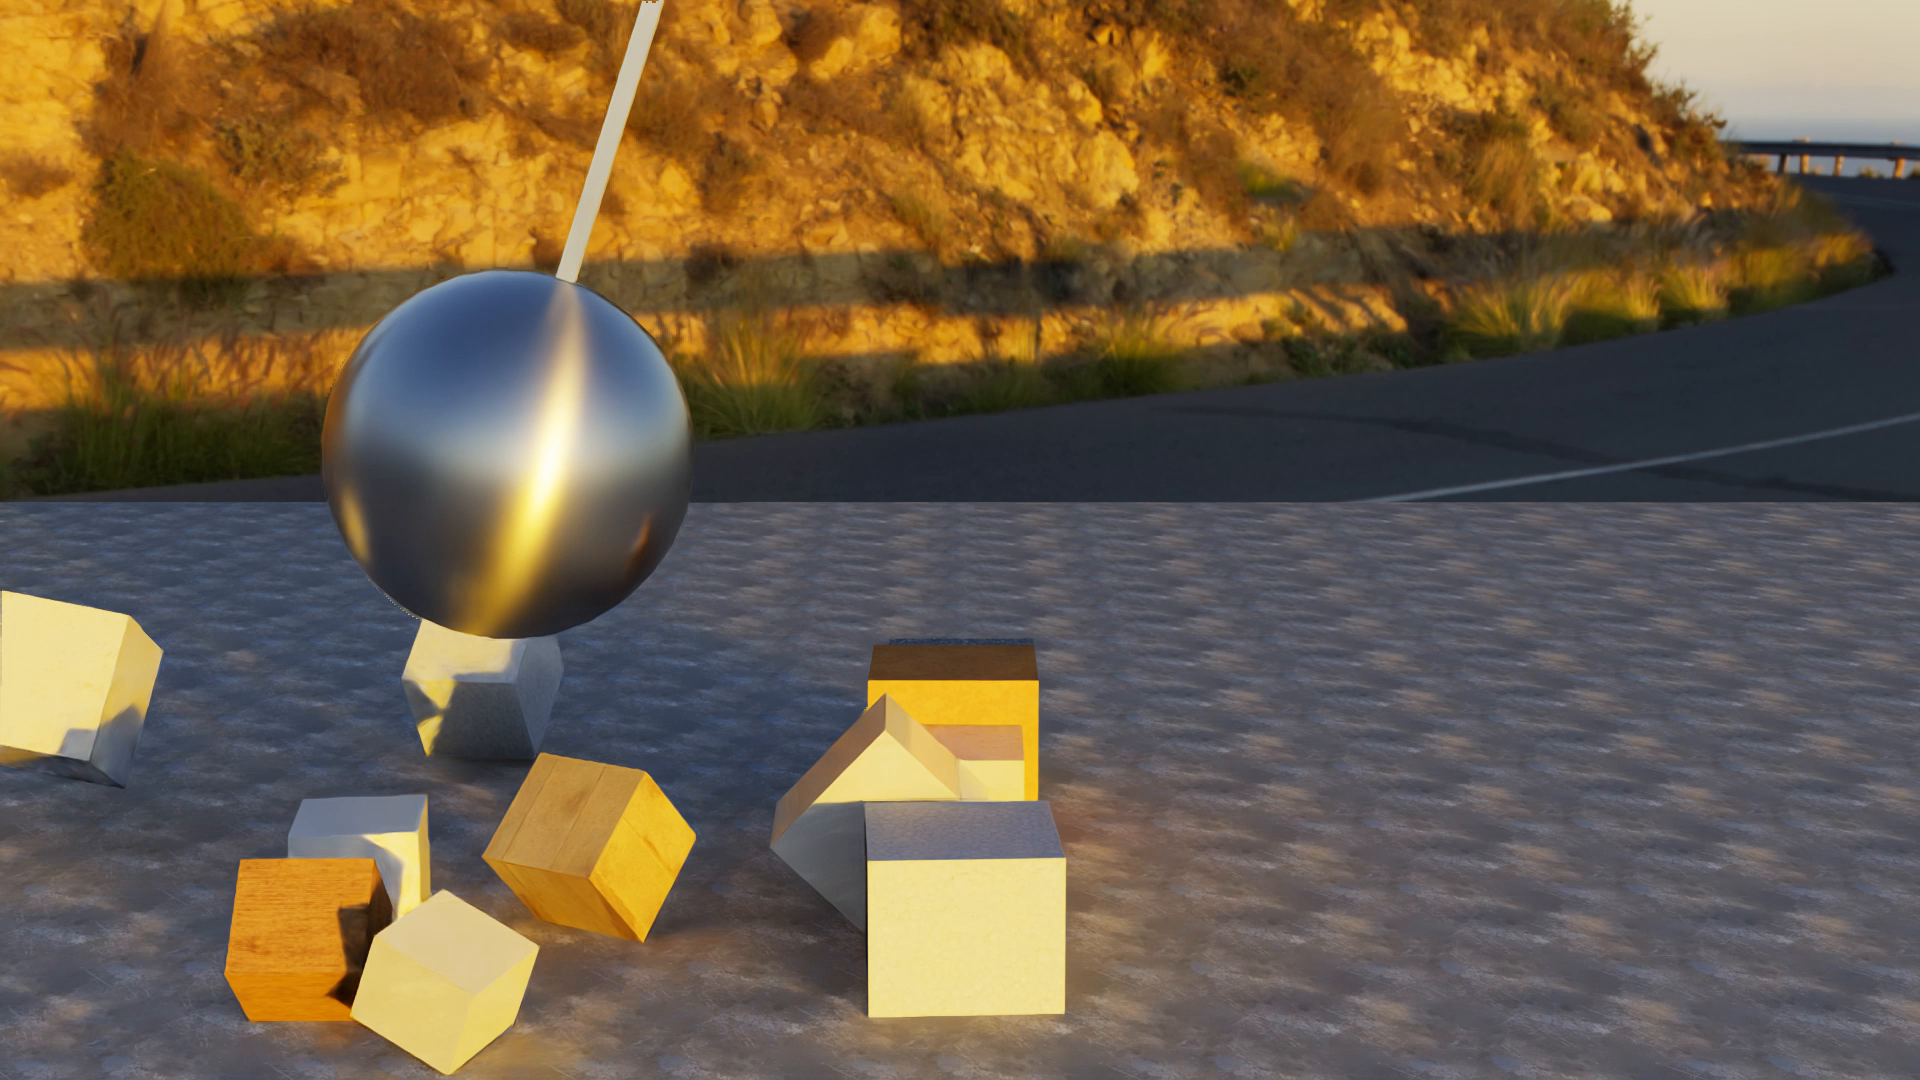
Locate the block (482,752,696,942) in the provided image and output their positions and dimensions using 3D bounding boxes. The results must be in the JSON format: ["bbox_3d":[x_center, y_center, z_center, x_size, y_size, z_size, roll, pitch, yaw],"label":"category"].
[{"bbox_3d":[-1.524,1.266,10.600,0.553,0.496,0.517,6,55,30],"label":"block"}]

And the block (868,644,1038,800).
[{"bbox_3d":[-0.030,0.964,12.028,0.770,0.800,0.739,0,10,0],"label":"block"}]

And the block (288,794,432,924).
[{"bbox_3d":[-2.501,1.373,10.722,0.520,0.462,0.565,-1,10,-8],"label":"block"}]

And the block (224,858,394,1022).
[{"bbox_3d":[-2.418,1.493,9.565,0.491,0.456,0.450,0,-32,-2],"label":"block"}]

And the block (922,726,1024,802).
[{"bbox_3d":[-0.019,1.187,11.375,0.595,0.595,0.611,0,10,0],"label":"block"}]

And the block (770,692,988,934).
[{"bbox_3d":[-0.330,1.151,10.710,0.600,0.676,0.644,43,6,-8],"label":"block"}]

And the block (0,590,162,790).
[{"bbox_3d":[-4.230,0.708,12.044,0.646,0.693,0.772,11,-16,-3],"label":"block"}]

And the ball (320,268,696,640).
[{"bbox_3d":[-1.946,-0.370,11.113,1.600,1.600,1.600,0,10,0],"label":"ball"}]

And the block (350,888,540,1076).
[{"bbox_3d":[-1.859,1.593,9.271,0.434,0.362,0.432,28,25,14],"label":"block"}]

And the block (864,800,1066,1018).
[{"bbox_3d":[0.006,1.425,10.016,0.741,0.612,0.778,-1,10,-3],"label":"block"}]

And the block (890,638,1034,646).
[{"bbox_3d":[0.006,0.895,12.772,0.730,0.669,0.717,0,10,0],"label":"block"}]

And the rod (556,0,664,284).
[{"bbox_3d":[-0.843,-3.534,10.538,0.080,5.200,0.080,19,10,-3],"label":"rod"}]

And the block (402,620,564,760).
[{"bbox_3d":[-2.474,0.695,13.366,0.591,0.586,0.652,1,44,8],"label":"block"}]
